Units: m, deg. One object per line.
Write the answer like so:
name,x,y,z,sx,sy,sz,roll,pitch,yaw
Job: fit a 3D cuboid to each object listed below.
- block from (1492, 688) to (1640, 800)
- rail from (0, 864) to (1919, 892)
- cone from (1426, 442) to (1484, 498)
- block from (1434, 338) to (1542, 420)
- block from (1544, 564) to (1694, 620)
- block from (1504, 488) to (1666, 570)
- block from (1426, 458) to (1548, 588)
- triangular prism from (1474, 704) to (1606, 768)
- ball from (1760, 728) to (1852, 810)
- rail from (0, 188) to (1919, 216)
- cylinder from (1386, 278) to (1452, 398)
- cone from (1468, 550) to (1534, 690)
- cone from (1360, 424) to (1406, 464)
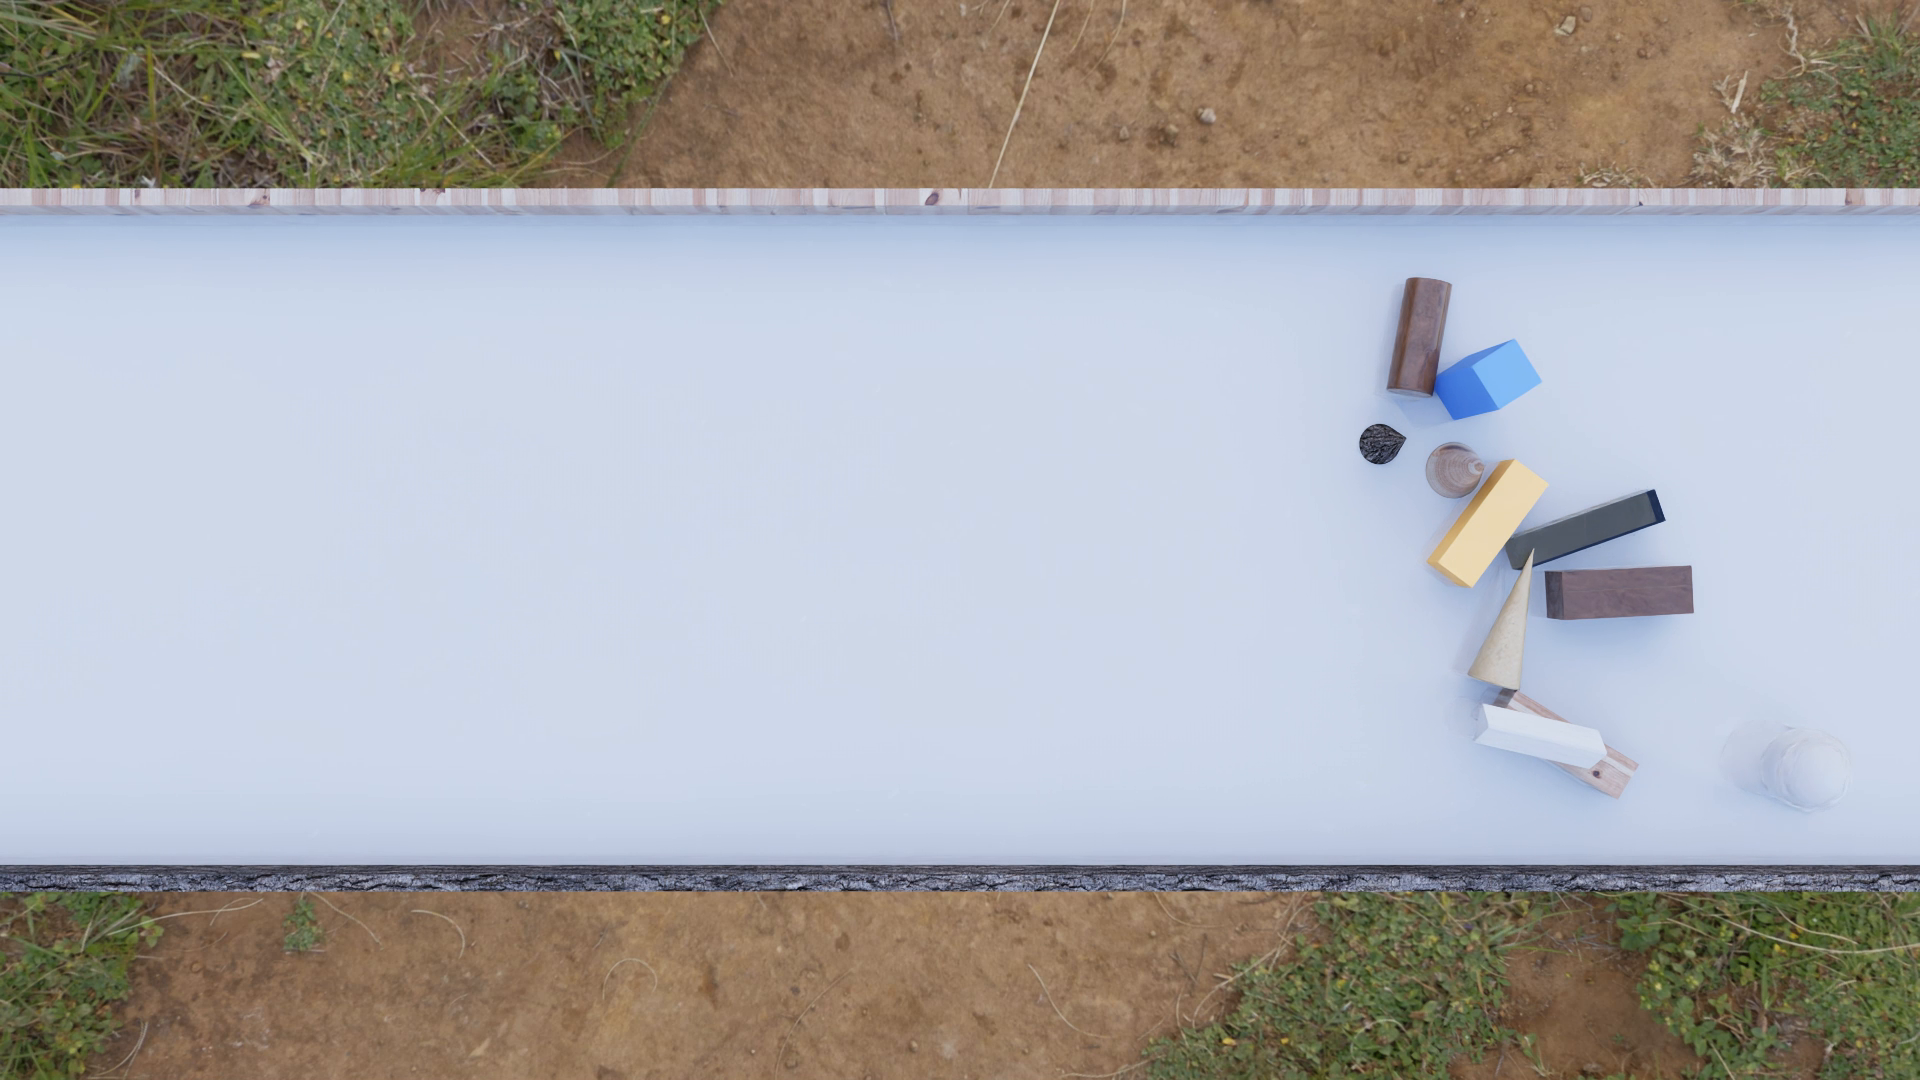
block,1.824,0.615,5.015,0.430,0.124,0.124,31,90,0
rail,-2.247,1.025,5.001,12.000,0.150,0.050,0,90,0
cone,1.520,-0.215,4.924,0.174,0.305,0.174,0,90,0
block,1.543,-0.468,4.863,0.145,0.427,0.145,-33,90,0
block,1.997,0.158,5.004,0.389,0.145,0.145,-3,90,0
block,1.899,-0.031,5.025,0.453,0.102,0.102,-19,90,0
block,1.601,-0.050,5.013,0.128,0.128,0.387,37,90,0
triangular prism,1.728,0.589,4.899,0.357,0.102,0.118,13,90,0
ball,2.542,0.688,4.953,0.247,0.247,0.247,0,90,0
rail,-2.247,-1.025,5.002,12.000,0.150,0.050,0,90,0
cylinder,1.394,-0.613,5.007,0.139,0.139,0.341,10,90,0
cone,1.670,0.226,4.975,0.159,0.159,0.424,15,96,0
cone,1.291,-0.295,4.921,0.126,0.312,0.126,0,90,0
